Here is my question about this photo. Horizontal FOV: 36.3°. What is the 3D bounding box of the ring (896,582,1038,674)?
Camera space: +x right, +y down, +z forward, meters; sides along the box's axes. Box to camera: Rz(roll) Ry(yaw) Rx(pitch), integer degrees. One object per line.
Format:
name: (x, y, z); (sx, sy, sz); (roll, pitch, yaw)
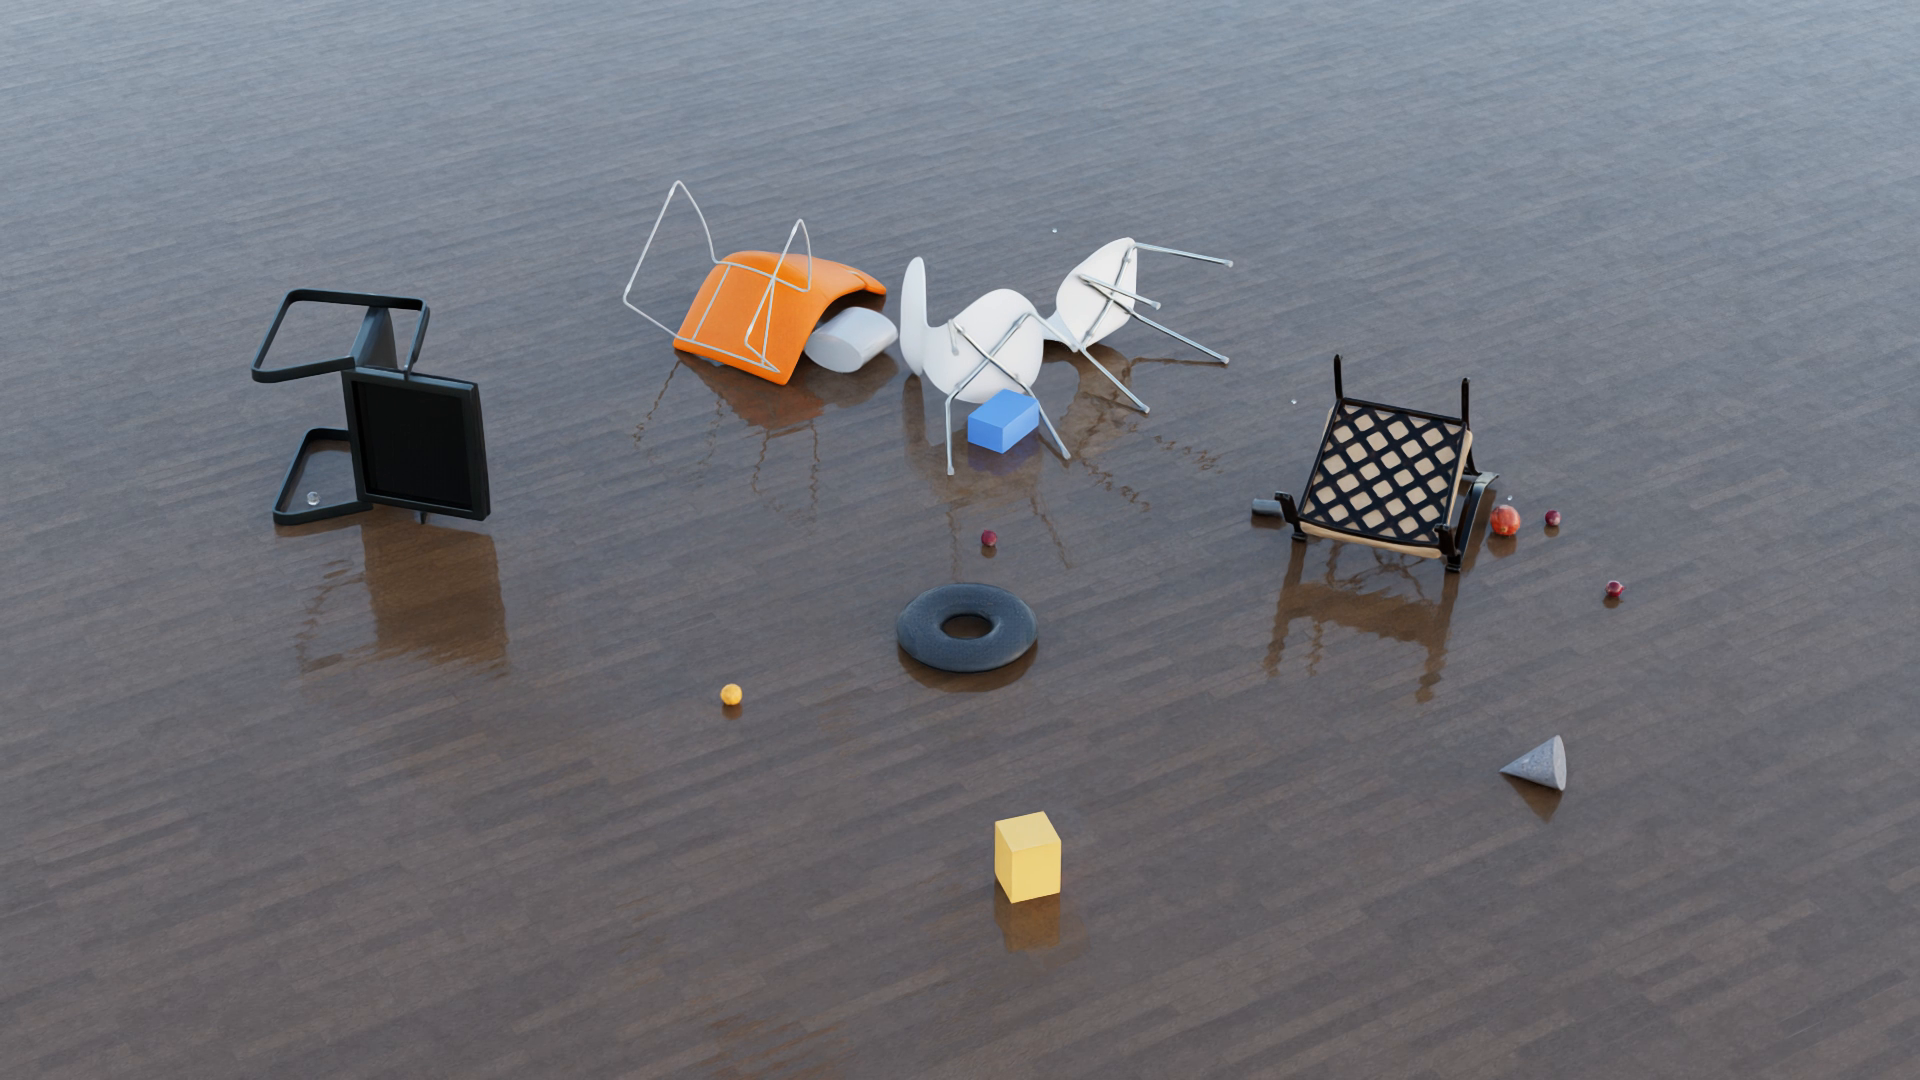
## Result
ring: (0.025, 0.310, 10.395); (0.501, 0.088, 0.521); (10, 35, 14)

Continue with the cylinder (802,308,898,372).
cylinder: (-0.451, -0.823, 12.045); (0.295, 0.163, 0.265); (16, 37, 28)

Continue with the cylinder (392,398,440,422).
cylinder: (-2.151, -0.516, 11.612); (0.125, 0.077, 0.182); (9, -4, 13)

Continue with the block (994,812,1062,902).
block: (0.213, 0.999, 9.239); (0.162, 0.208, 0.157); (-11, 35, -16)

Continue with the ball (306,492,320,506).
ball: (-2.457, -0.158, 11.137); (0.052, 0.052, 0.052); (0, 33, 0)

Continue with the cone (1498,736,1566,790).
cone: (1.888, 0.754, 9.733); (0.209, 0.155, 0.207); (-10, 38, 23)

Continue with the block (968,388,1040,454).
block: (0.171, -0.470, 11.553); (0.165, 0.115, 0.260); (20, 38, 28)
